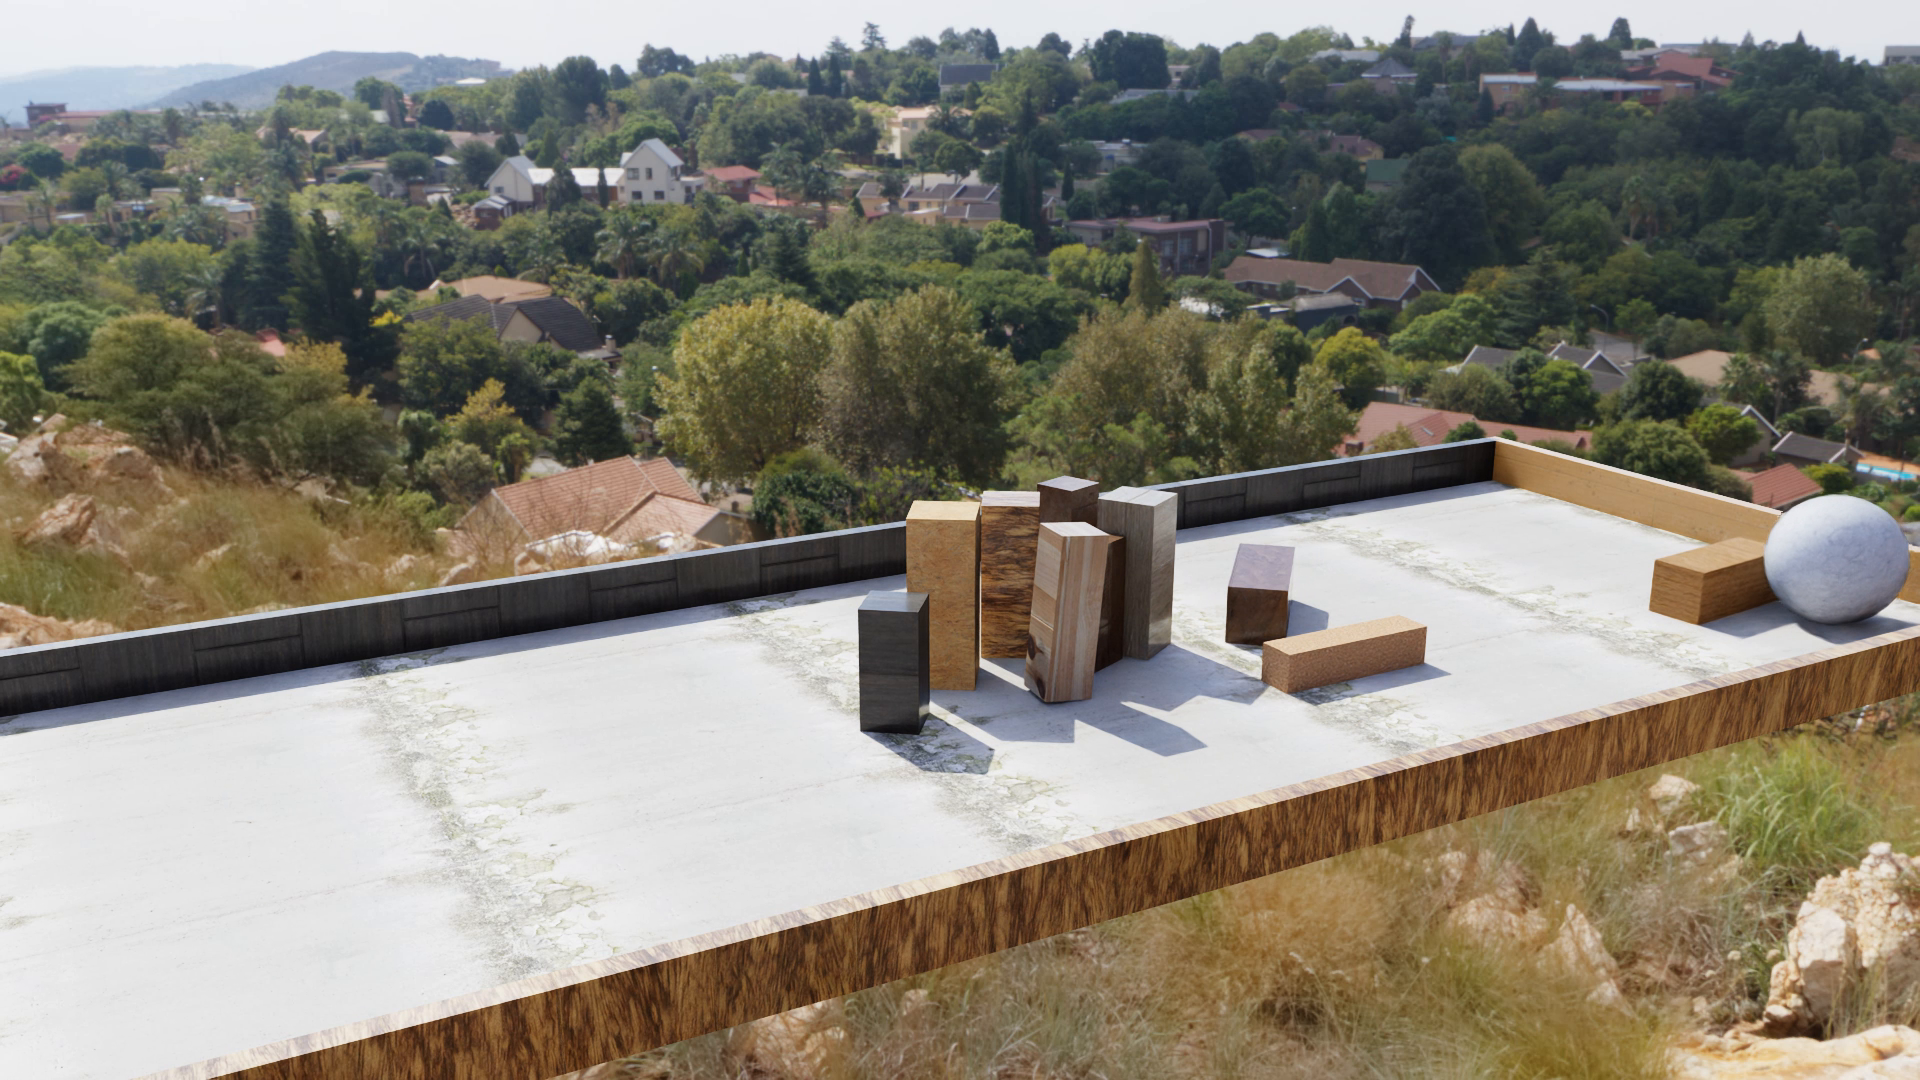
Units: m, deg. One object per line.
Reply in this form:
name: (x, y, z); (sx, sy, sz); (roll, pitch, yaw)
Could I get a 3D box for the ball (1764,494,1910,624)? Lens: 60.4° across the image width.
ball: (2.413, 0.053, 4.543); (0.357, 0.357, 0.357); (0, 16, 0)

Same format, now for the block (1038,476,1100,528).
block: (0.300, 0.022, 4.616); (0.122, 0.374, 0.122); (14, 22, 40)

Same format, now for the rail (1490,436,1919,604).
rail: (2.466, -0.048, 5.253); (0.050, 0.150, 2.100); (-9, 18, -27)

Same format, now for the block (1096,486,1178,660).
block: (0.459, 0.085, 4.329); (0.157, 0.413, 0.157); (9, 18, 28)

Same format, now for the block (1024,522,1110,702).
block: (0.257, 0.174, 4.010); (0.124, 0.415, 0.124); (-2, 16, -24)

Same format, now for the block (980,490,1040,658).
block: (0.132, 0.090, 4.318); (0.148, 0.411, 0.148); (1, 16, 3)

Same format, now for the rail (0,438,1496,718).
rail: (-3.305, 0.497, 3.399); (12.000, 0.150, 0.050); (-9, 18, -27)

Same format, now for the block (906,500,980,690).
block: (-0.040, 0.138, 4.108); (0.167, 0.439, 0.167); (1, 16, 5)

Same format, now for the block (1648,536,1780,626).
block: (2.162, 0.113, 4.701); (0.407, 0.152, 0.152); (-11, 20, -32)

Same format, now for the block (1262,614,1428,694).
block: (0.979, 0.288, 4.192); (0.447, 0.103, 0.103); (-9, 18, -27)

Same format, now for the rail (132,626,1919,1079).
rail: (-2.336, 1.006, 1.665); (12.000, 0.150, 0.050); (-9, 18, -27)

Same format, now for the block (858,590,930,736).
block: (-0.153, 0.285, 3.853); (0.140, 0.300, 0.140); (3, 17, 9)

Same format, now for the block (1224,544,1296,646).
block: (0.835, 0.147, 4.572); (0.159, 0.159, 0.417); (4, 17, 13)

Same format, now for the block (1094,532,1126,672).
block: (0.318, 0.154, 4.241); (0.151, 0.332, 0.151); (12, 20, 36)
